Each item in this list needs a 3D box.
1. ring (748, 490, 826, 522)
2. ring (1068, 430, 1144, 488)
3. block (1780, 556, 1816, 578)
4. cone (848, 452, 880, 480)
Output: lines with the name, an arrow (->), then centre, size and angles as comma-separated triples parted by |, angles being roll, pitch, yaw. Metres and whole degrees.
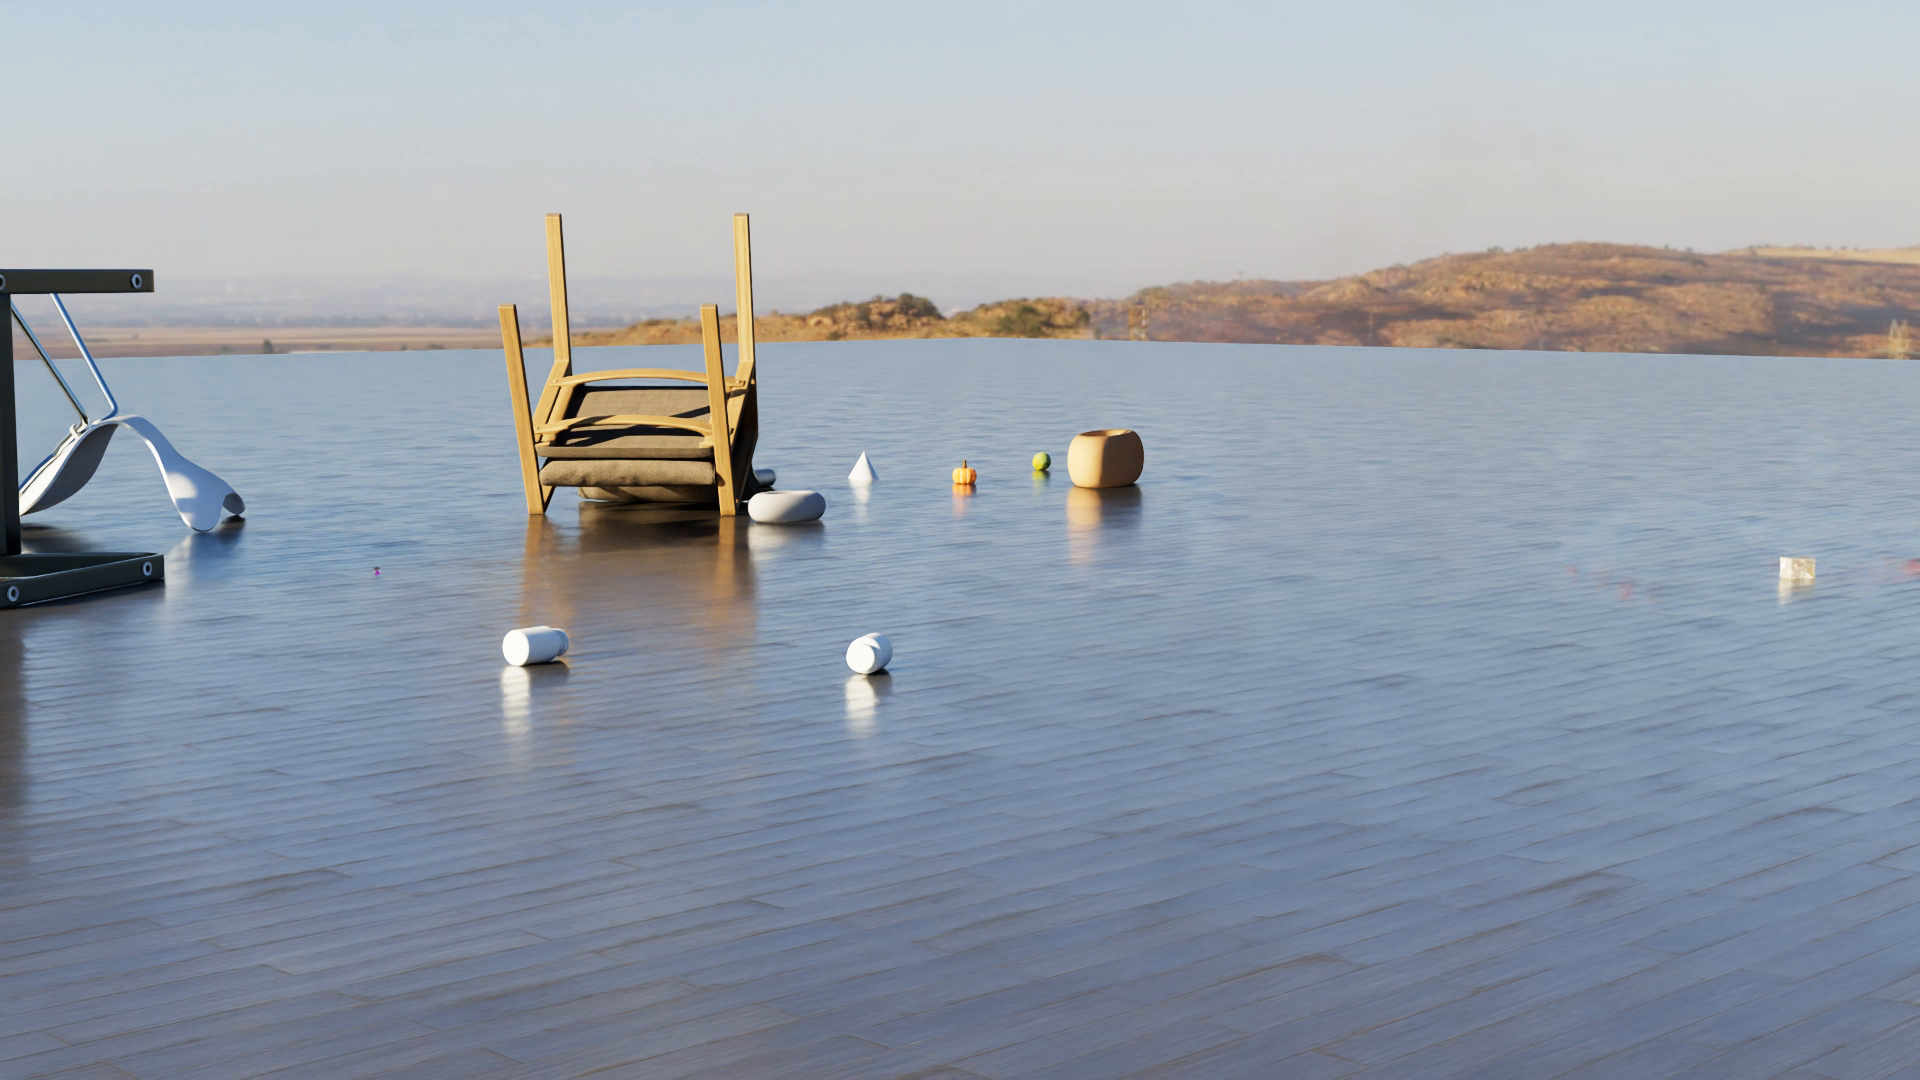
ring -> -0.466, -0.090, 6.912 | 0.241, 0.078, 0.125 | -4, 8, -39
ring -> 0.464, -0.259, 8.143 | 0.223, 0.164, 0.461 | 0, 7, 17
block -> 1.833, 0.060, 5.615 | 0.060, 0.043, 0.041 | -2, 6, -16
cone -> -0.314, -0.247, 8.388 | 0.104, 0.087, 0.177 | -1, 6, -6
